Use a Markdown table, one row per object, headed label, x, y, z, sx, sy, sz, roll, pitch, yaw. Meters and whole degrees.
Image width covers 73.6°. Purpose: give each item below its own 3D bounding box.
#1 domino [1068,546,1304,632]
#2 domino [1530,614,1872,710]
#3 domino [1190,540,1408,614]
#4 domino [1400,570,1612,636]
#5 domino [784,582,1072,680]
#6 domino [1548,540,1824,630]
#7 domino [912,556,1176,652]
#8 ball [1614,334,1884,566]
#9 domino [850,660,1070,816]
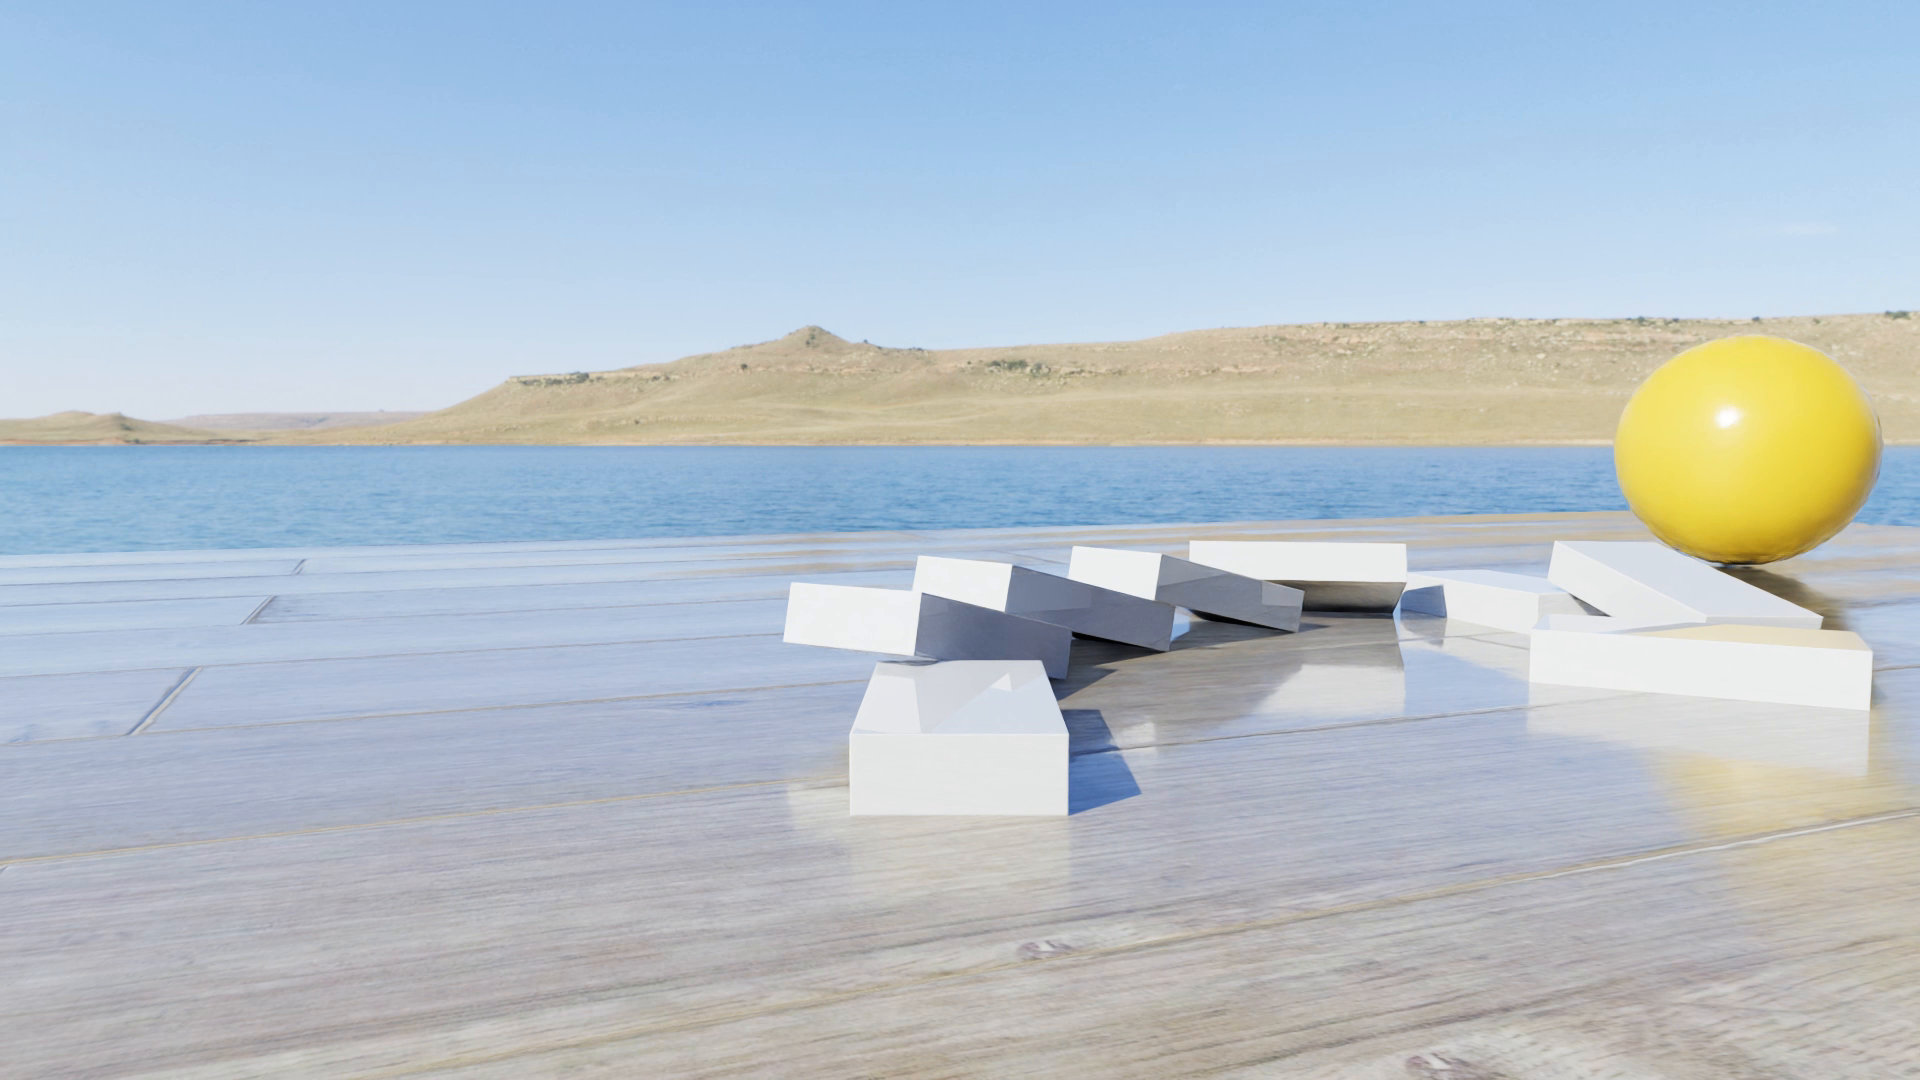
| label | x | y | z | sx | sy | sz | roll | pitch | yaw |
| --- | --- | --- | --- | --- | --- | --- | --- | --- | --- |
| domino | 0.050 | 0.011 | 0.283 | 0.050 | 0.009 | 0.025 | 13 | -5 | -40 |
| domino | 0.130 | 0.021 | 0.228 | 0.050 | 0.009 | 0.025 | 2 | 5 | 30 |
| domino | 0.082 | 0.009 | 0.316 | 0.050 | 0.010 | 0.025 | 1 | -20 | 11 |
| domino | 0.133 | 0.015 | 0.311 | 0.025 | 0.009 | 0.050 | -1 | 4 | -16 |
| domino | -0.004 | 0.016 | 0.218 | 0.025 | 0.009 | 0.050 | 3 | -8 | 32 |
| domino | 0.150 | 0.012 | 0.270 | 0.025 | 0.010 | 0.050 | 1 | 16 | -8 |
| domino | 0.017 | 0.013 | 0.255 | 0.050 | 0.009 | 0.025 | 15 | -7 | -44 |
| ball | 0.272 | -0.031 | 0.446 | 0.080 | 0.080 | 0.080 | 0 | 4 | 0 |
| domino | 0.000 | 0.025 | 0.171 | 0.025 | 0.009 | 0.050 | 0 | 4 | 0 |
